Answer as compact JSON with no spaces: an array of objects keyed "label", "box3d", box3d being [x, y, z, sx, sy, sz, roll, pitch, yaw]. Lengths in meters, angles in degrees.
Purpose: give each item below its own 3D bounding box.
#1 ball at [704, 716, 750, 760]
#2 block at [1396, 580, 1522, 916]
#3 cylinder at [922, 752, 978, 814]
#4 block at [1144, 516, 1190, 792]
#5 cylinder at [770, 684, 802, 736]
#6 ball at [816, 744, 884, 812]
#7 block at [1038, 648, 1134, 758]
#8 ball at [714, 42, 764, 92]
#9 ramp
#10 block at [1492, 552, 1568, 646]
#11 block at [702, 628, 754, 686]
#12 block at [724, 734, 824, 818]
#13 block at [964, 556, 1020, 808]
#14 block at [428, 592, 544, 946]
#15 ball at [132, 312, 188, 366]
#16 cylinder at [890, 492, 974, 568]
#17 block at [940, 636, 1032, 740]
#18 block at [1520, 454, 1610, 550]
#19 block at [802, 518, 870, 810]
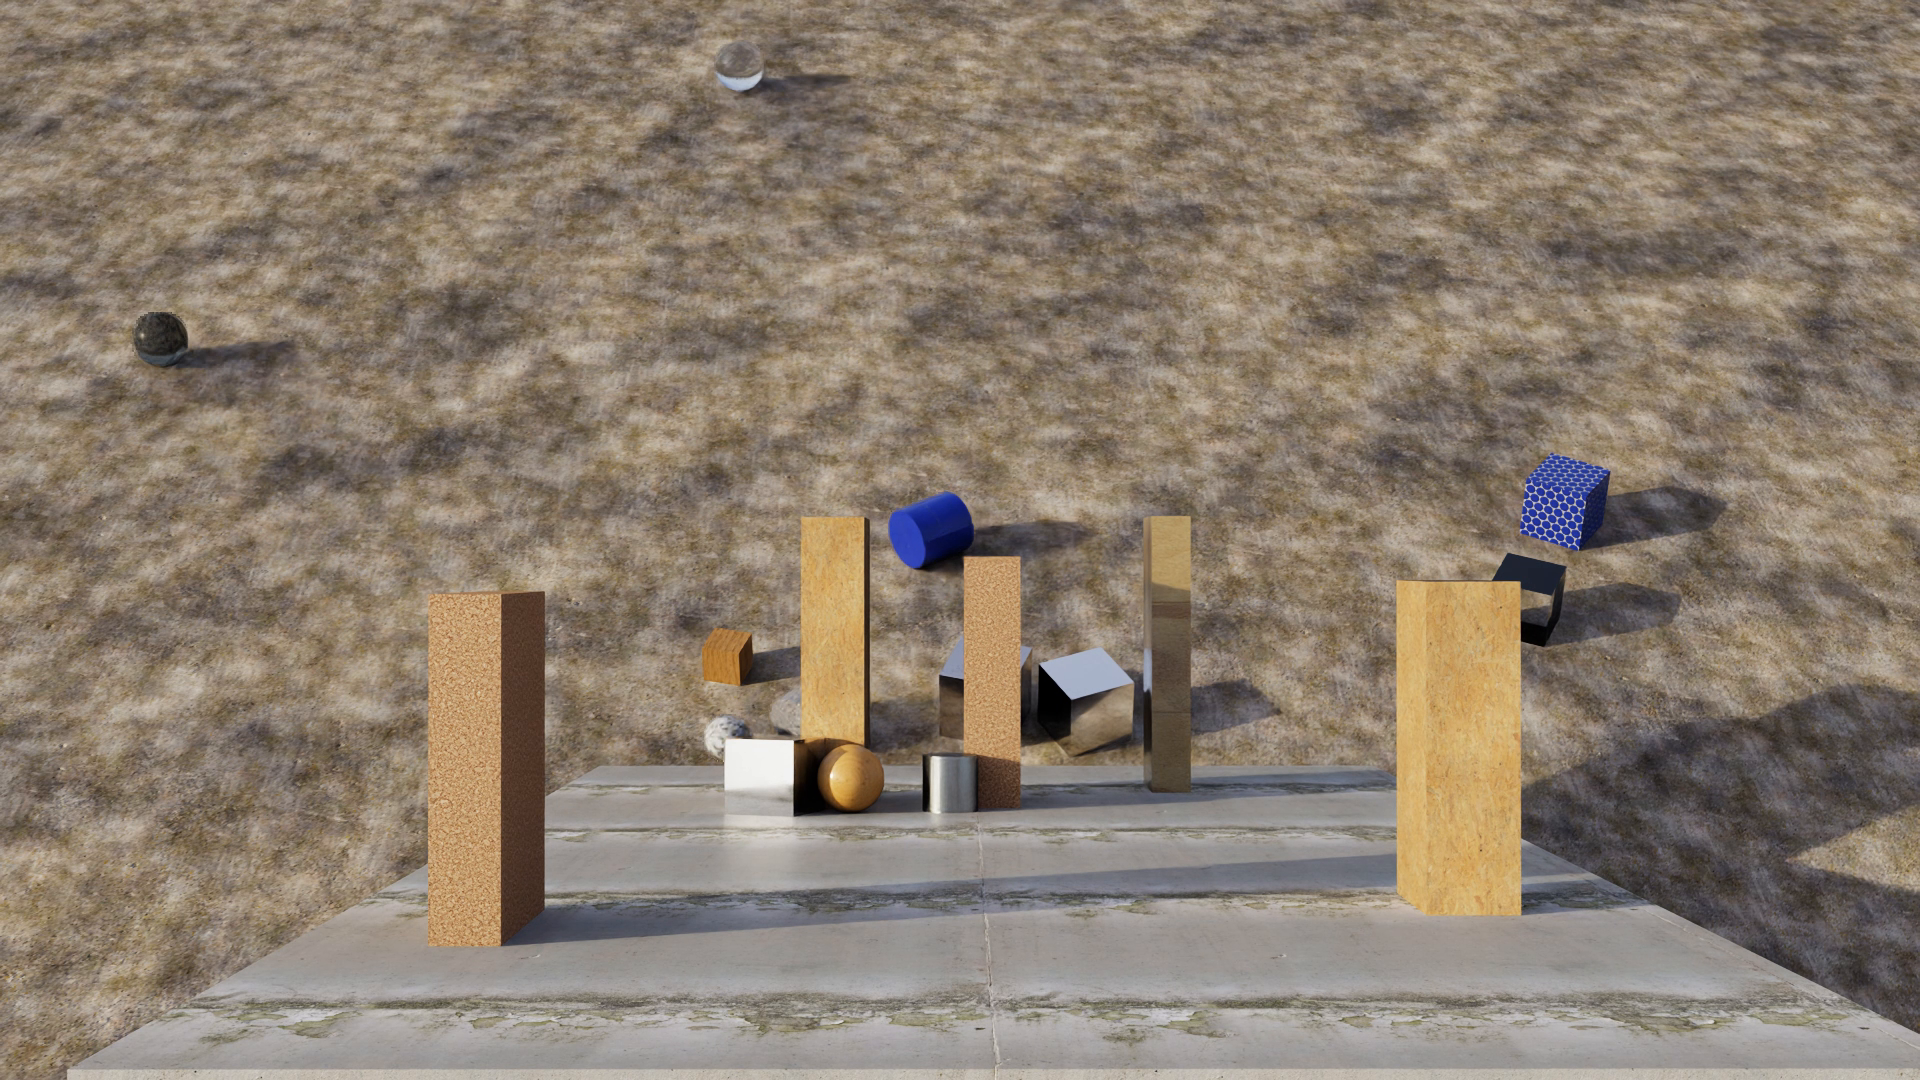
[{"label":"ball","box3d":[-0.616,0.523,6.845,0.118,0.118,0.118,0,31,0]},{"label":"block","box3d":[0.767,0.312,3.998,0.141,0.498,0.261,0,0,0]},{"label":"cylinder","box3d":[-0.021,0.515,5.492,0.118,0.118,0.118,0,0,0]},{"label":"block","box3d":[0.482,0.262,6.049,0.089,0.631,0.266,0,0,0]},{"label":"cylinder","box3d":[-0.390,0.459,6.908,0.163,0.163,0.163,21,37,31]},{"label":"ball","box3d":[-0.230,0.502,5.449,0.143,0.143,0.143,0,31,0]},{"label":"block","box3d":[0.335,0.433,6.927,0.187,0.187,0.187,-14,34,-22]},{"label":"ball","box3d":[-0.929,-1.992,10.898,0.205,0.205,0.205,0,31,0]},{"label":"ramp","box3d":[0.070,0.617,4.695,2.000,0.100,4.000,0,0,0]},{"label":"block","box3d":[1.611,0.170,7.374,0.172,0.172,0.172,14,34,22]},{"label":"block","box3d":[-0.644,0.324,7.184,0.107,0.107,0.107,8,32,13]},{"label":"block","box3d":[-0.389,0.495,5.455,0.158,0.158,0.158,0,-1,21]},{"label":"block","box3d":[0.069,0.306,5.697,0.121,0.538,0.304,0,0,0]},{"label":"block","box3d":[-0.681,0.318,3.748,0.100,0.483,0.377,0,0,0]},{"label":"ball","box3d":[-2.704,-0.678,8.760,0.181,0.181,0.181,0,31,0]},{"label":"cylinder","box3d":[-0.085,-0.029,7.694,0.180,0.180,0.180,-22,37,-31]},{"label":"block","box3d":[0.069,0.408,6.957,0.199,0.199,0.199,9,33,15]},{"label":"block","box3d":[1.828,-0.116,7.828,0.190,0.190,0.190,19,36,28]},{"label":"block","box3d":[-0.272,0.264,5.699,0.134,0.623,0.353,0,0,0]}]
